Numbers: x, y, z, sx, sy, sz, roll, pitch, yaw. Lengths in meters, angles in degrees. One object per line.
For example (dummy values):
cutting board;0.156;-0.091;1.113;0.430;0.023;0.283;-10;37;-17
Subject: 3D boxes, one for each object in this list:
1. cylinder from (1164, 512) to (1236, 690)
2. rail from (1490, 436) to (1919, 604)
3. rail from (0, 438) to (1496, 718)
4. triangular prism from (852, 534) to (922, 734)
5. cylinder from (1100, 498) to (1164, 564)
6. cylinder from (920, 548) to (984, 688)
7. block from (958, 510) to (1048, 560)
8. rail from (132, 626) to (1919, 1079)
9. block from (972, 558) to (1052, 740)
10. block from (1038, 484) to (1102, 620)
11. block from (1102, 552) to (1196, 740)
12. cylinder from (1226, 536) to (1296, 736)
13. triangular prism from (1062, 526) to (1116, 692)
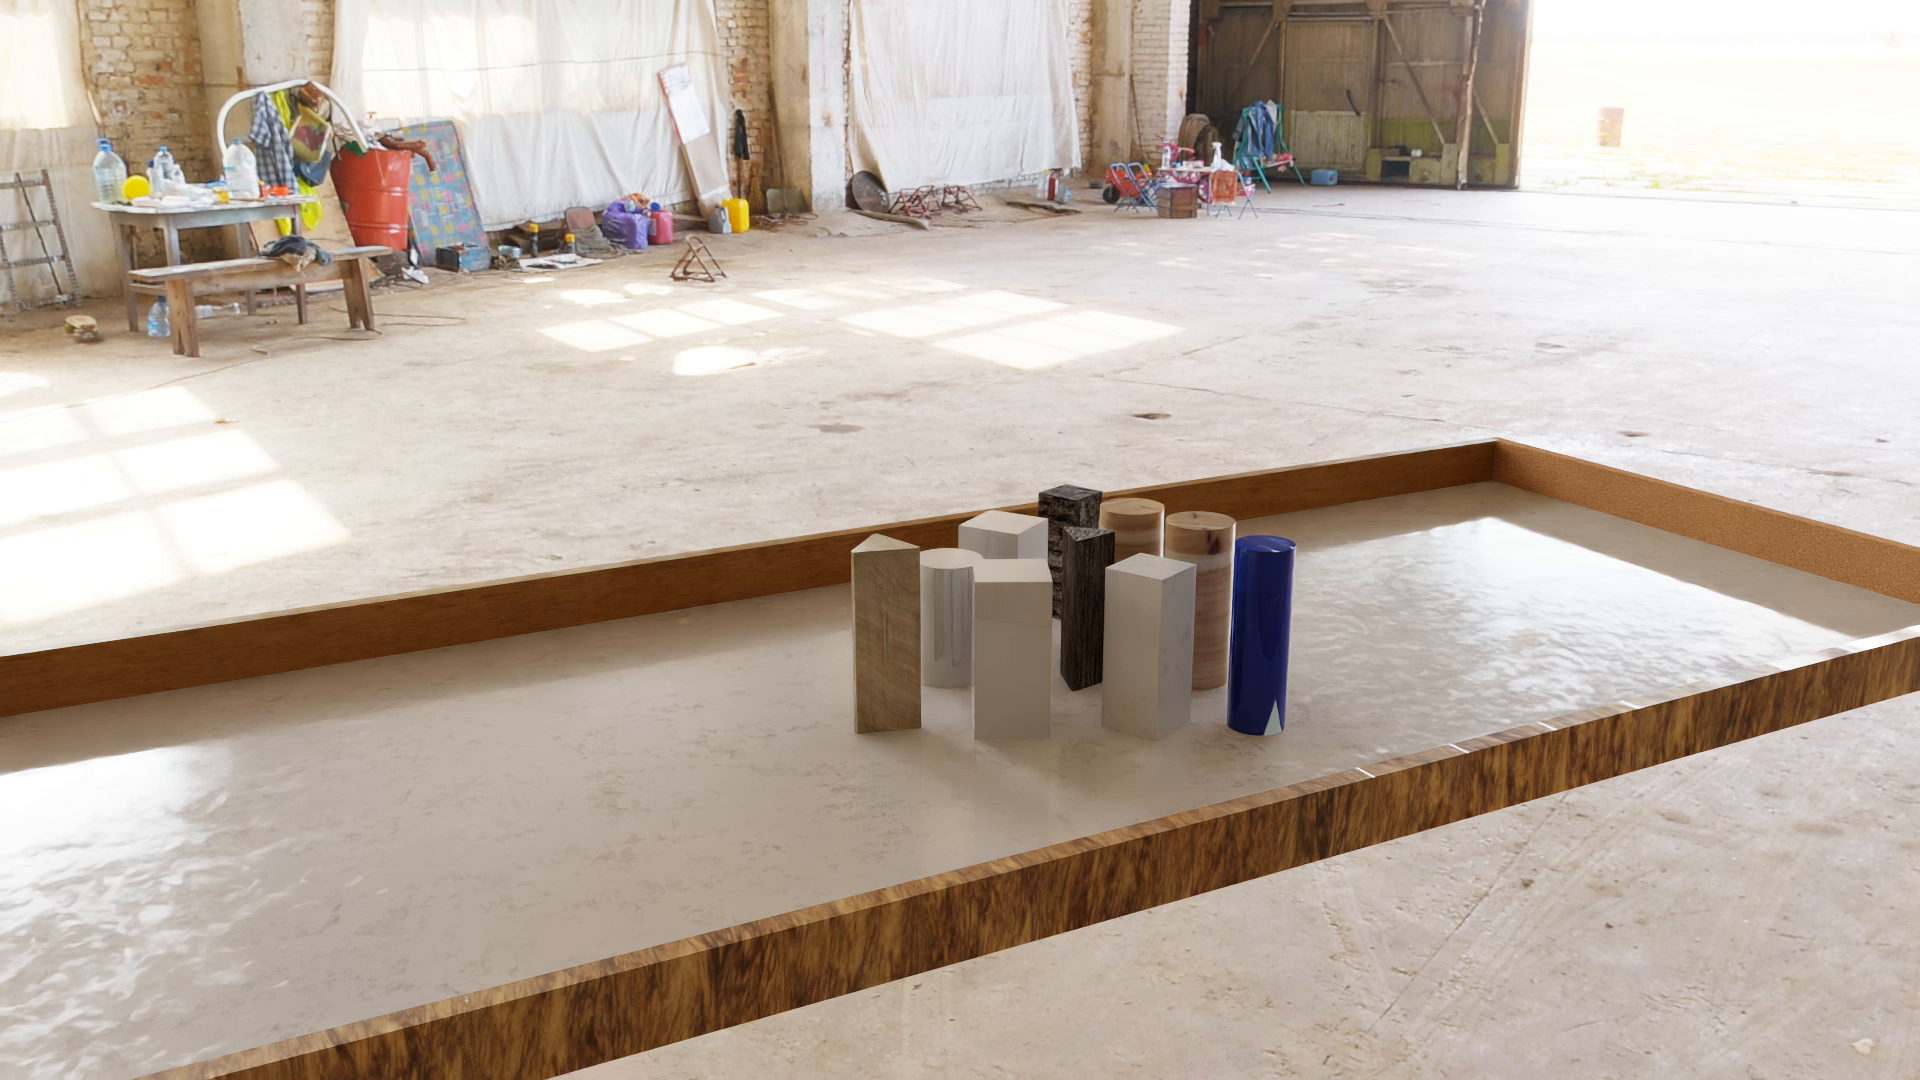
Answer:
cylinder;0.591;0.150;4.111;0.172;0.413;0.172;0;16;0
rail;2.466;-0.048;5.253;0.050;0.150;2.100;-9;18;-27
rail;-3.305;0.497;3.399;12.000;0.150;0.050;-9;18;-27
triangular prism;-0.182;0.214;3.845;0.156;0.440;0.135;-4;17;-13
cylinder;0.444;0.102;4.309;0.167;0.394;0.167;0;16;0
cylinder;-0.031;0.195;4.139;0.177;0.312;0.177;0;16;0
block;0.115;0.114;4.372;0.174;0.336;0.174;9;19;28
rail;-2.336;1.006;1.665;12.000;0.150;0.050;-9;18;-27
block;0.118;0.251;3.828;0.175;0.379;0.175;0;16;-2
block;0.305;0.037;4.603;0.127;0.353;0.127;13;21;38
block;0.438;0.246;3.831;0.151;0.388;0.151;12;20;36
cylinder;0.695;0.221;3.818;0.137;0.443;0.137;0;16;0
triangular prism;0.294;0.164;4.109;0.132;0.388;0.114;-13;21;-38
